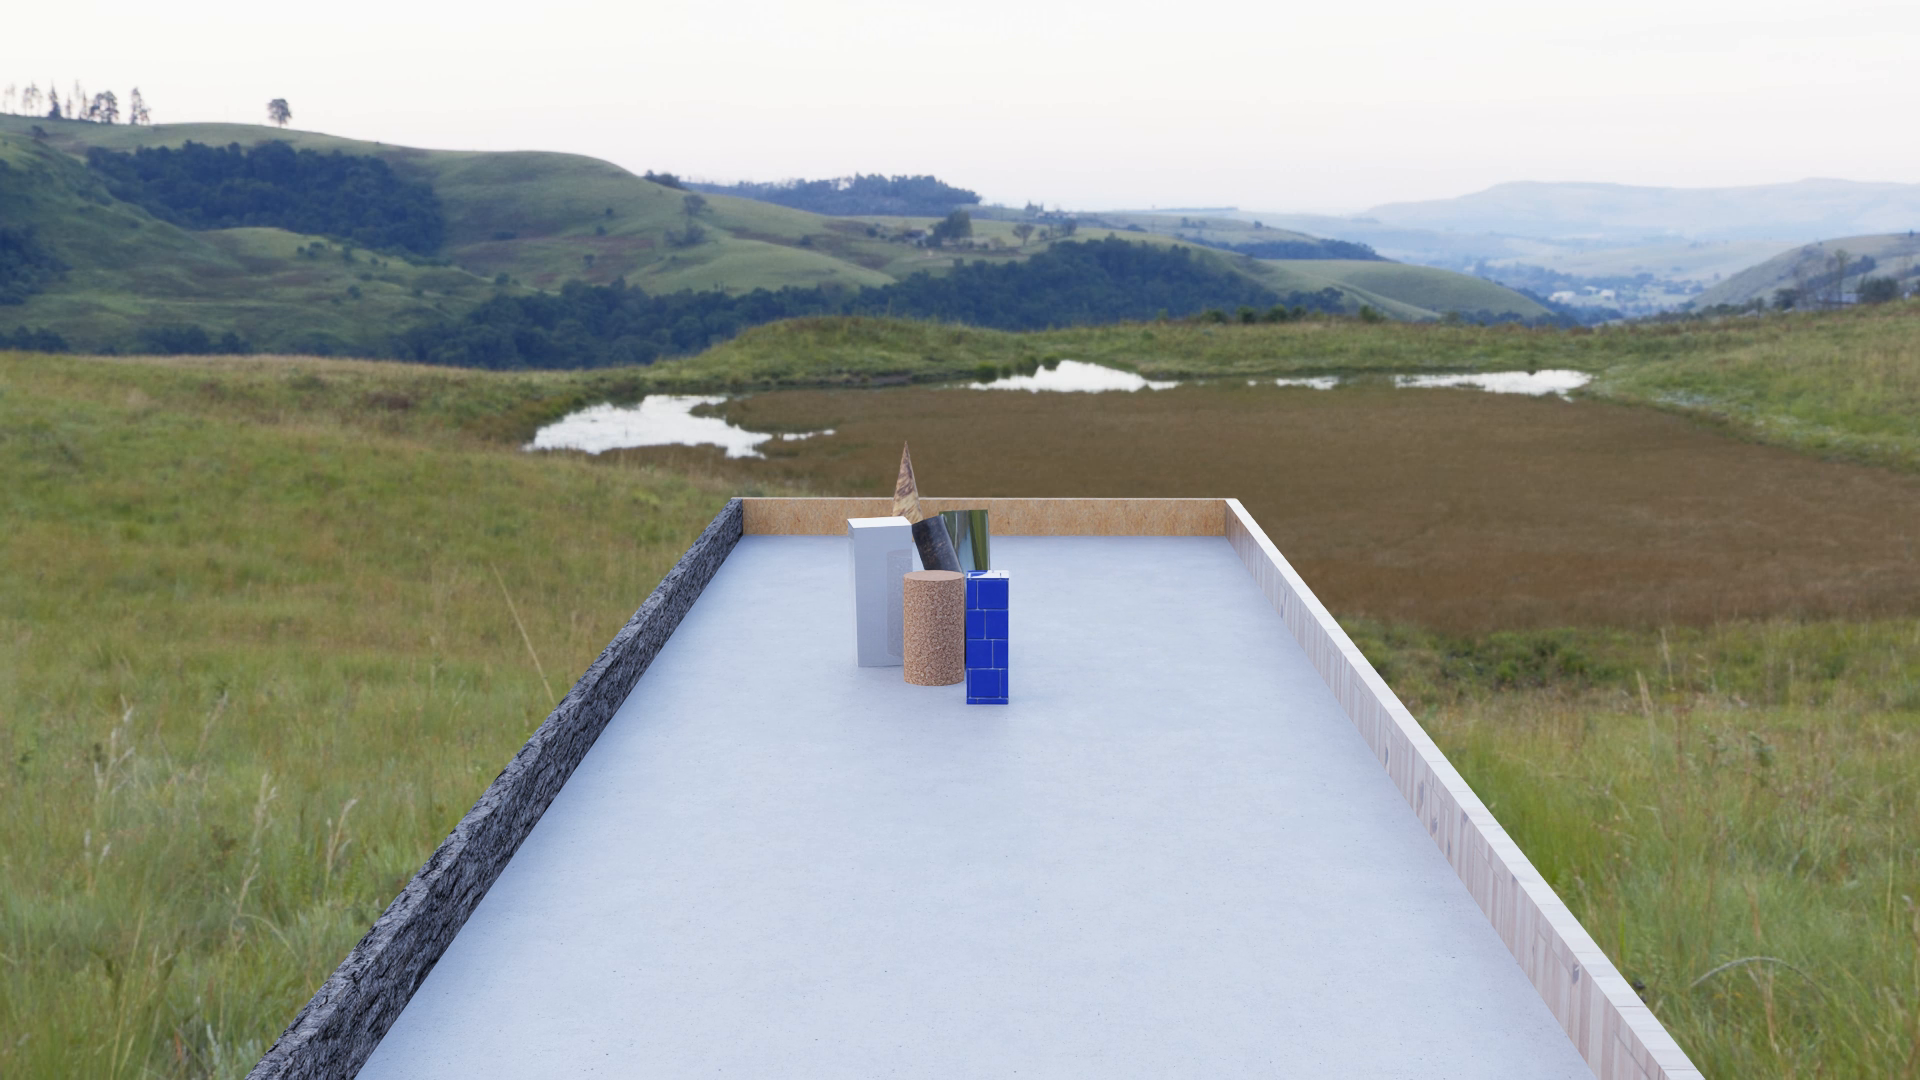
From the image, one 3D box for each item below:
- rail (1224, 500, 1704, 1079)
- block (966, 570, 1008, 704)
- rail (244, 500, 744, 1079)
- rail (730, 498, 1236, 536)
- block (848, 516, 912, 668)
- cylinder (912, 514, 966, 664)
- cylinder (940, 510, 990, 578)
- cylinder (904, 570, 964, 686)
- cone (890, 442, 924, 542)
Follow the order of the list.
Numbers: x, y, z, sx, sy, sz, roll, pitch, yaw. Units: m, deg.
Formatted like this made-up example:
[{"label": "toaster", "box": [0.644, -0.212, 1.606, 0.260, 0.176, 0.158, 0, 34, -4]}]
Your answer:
[{"label": "rail", "box": [1.046, 0.843, 3.208, 0.050, 0.150, 12.000, 0, 9, 1]}, {"label": "block", "box": [0.077, 0.272, 6.150, 0.117, 0.358, 0.117, 0, 9, 0]}, {"label": "rail", "box": [-1.004, 0.839, 3.234, 0.050, 0.150, 12.000, 0, 9, 1]}, {"label": "rail", "box": [0.099, -0.098, 9.147, 2.100, 0.150, 0.050, 0, 9, 1]}, {"label": "block", "box": [-0.239, 0.155, 6.662, 0.174, 0.425, 0.174, -3, 9, -9]}, {"label": "cylinder", "box": [-0.029, 0.152, 6.601, 0.108, 0.446, 0.108, -19, -3, -1]}, {"label": "cylinder", "box": [0.020, 0.130, 6.723, 0.151, 0.442, 0.151, -3, 1, 0]}, {"label": "cylinder", "box": [-0.076, 0.255, 6.412, 0.177, 0.309, 0.177, 0, 9, 0]}, {"label": "cone", "box": [-0.220, -0.208, 8.992, 0.173, 0.417, 0.173, 0, 9, 0]}]
